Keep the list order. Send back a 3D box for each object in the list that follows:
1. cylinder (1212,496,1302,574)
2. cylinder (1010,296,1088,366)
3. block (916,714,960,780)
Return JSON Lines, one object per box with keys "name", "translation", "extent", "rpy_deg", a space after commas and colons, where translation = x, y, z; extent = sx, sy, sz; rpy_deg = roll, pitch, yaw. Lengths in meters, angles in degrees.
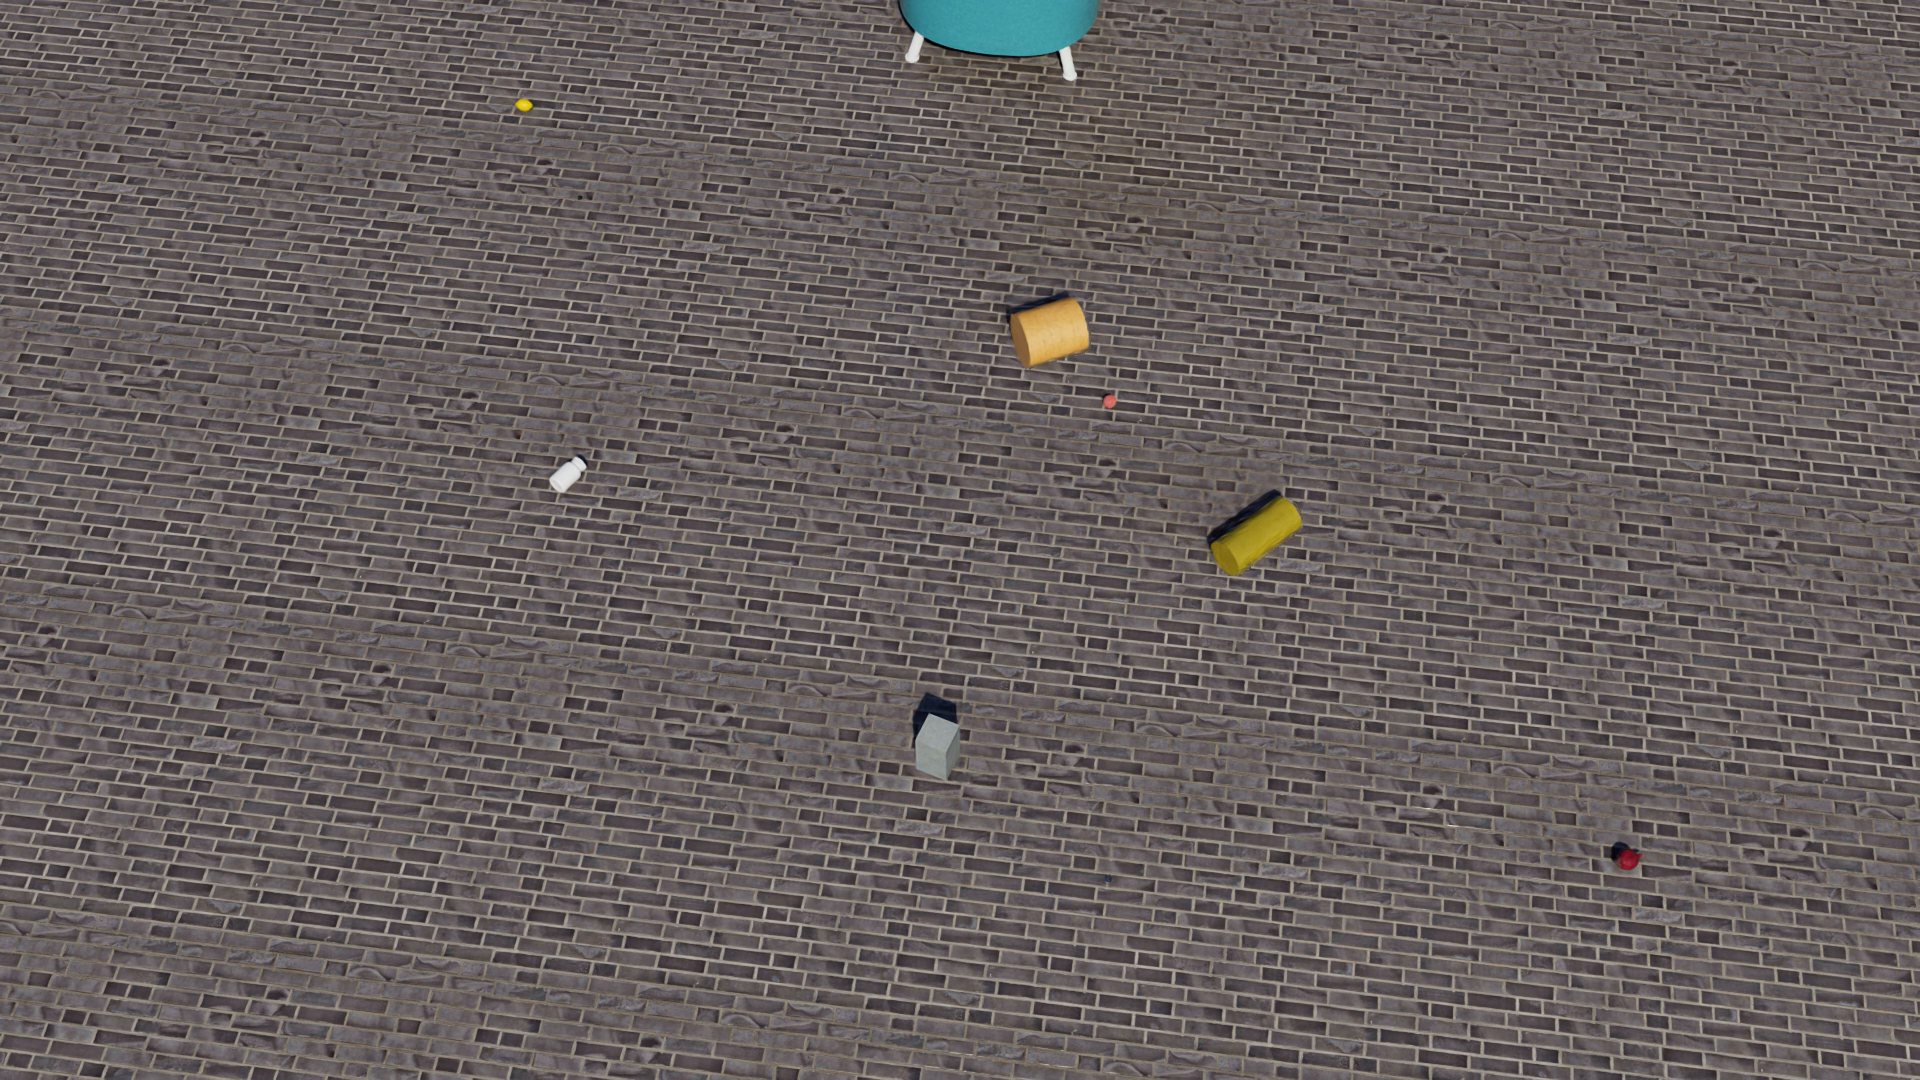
{"name": "cylinder", "translation": [0.879, -0.015, 6.516], "extent": [0.256, 0.113, 0.116], "rpy_deg": [-34, 41, -21]}
{"name": "cylinder", "translation": [0.280, -0.655, 6.909], "extent": [0.198, 0.173, 0.172], "rpy_deg": [-17, 37, -11]}
{"name": "block", "translation": [-0.061, 0.574, 6.088], "extent": [0.093, 0.168, 0.092], "rpy_deg": [20, 59, 13]}
